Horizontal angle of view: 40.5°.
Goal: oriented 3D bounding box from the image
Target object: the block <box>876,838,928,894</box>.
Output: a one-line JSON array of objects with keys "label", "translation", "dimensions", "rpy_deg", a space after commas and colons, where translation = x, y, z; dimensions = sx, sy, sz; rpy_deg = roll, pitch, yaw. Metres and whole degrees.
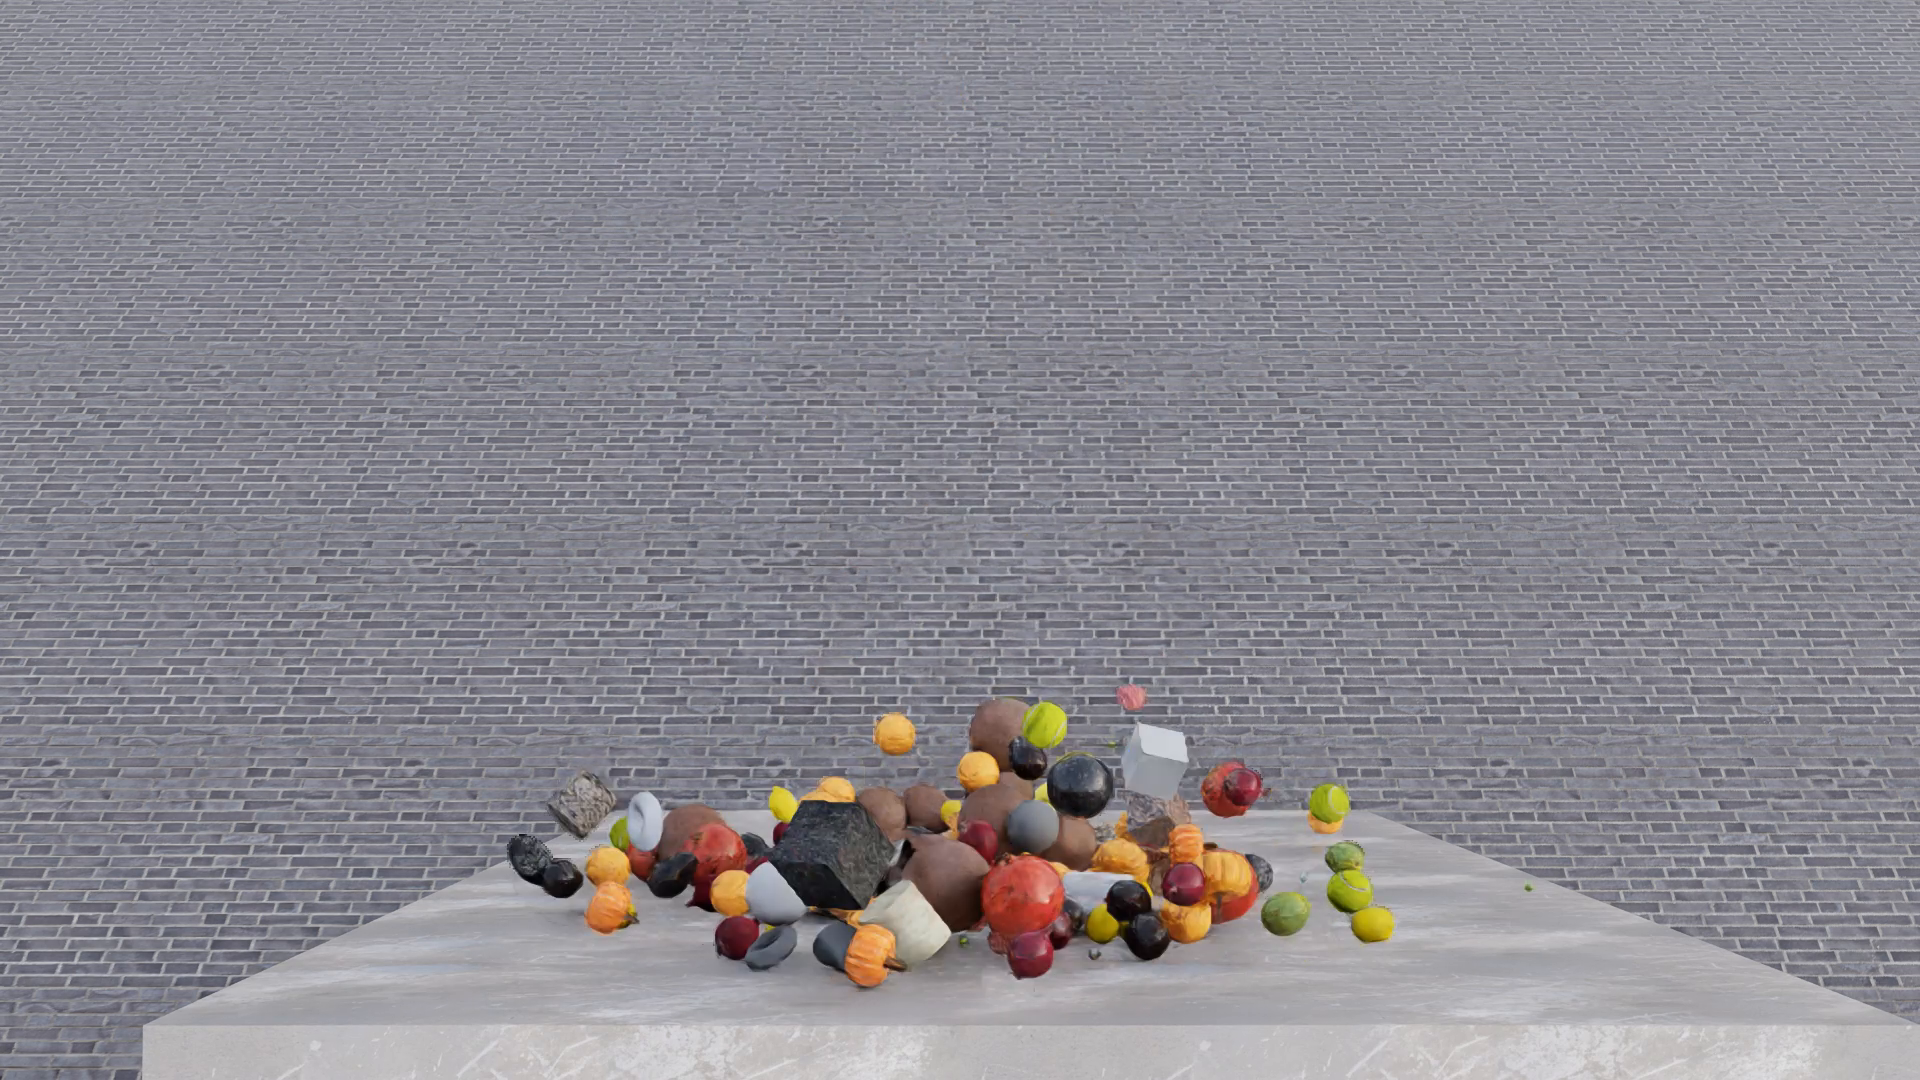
[{"label": "block", "translation": [-0.090, 0.469, 3.687], "dimensions": [0.056, 0.056, 0.056], "rpy_deg": [-24, 25, 27]}]

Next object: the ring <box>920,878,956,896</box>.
[{"label": "ring", "translation": [-0.047, 0.603, 4.522], "dimensions": [0.079, 0.026, 0.079], "rpy_deg": [1, -2, 0]}]

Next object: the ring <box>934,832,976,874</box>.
[{"label": "ring", "translation": [-0.009, 0.589, 4.888], "dimensions": [0.094, 0.031, 0.094], "rpy_deg": [40, 18, -15]}]

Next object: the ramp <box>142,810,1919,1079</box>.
[{"label": "ramp", "translation": [0.081, 0.683, 4.921], "dimensions": [2.000, 0.100, 4.000], "rpy_deg": [0, -3, 0]}]

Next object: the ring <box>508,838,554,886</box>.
[{"label": "ring", "translation": [-0.694, 0.520, 4.213], "dimensions": [0.030, 0.089, 0.089], "rpy_deg": [-41, 34, 18]}]

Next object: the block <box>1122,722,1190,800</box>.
[{"label": "block", "translation": [0.357, 0.406, 4.765], "dimensions": [0.090, 0.090, 0.090], "rpy_deg": [14, 31, -12]}]

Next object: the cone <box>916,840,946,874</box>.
[{"label": "cone", "translation": [-0.048, 0.618, 4.936], "dimensions": [0.069, 0.069, 0.069], "rpy_deg": [-30, 46, -34]}]

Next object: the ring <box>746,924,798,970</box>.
[{"label": "ring", "translation": [-0.249, 0.538, 3.433], "dimensions": [0.078, 0.026, 0.078], "rpy_deg": [-31, 15, 9]}]

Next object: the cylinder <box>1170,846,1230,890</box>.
[{"label": "cylinder", "translation": [0.424, 0.580, 4.593], "dimensions": [0.076, 0.076, 0.076], "rpy_deg": [-4, 26, 45]}]

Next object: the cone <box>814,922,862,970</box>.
[{"label": "cone", "translation": [-0.153, 0.550, 3.427], "dimensions": [0.067, 0.067, 0.067], "rpy_deg": [-10, 23, -13]}]

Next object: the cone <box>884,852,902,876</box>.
[{"label": "cone", "translation": [-0.138, 0.620, 4.900], "dimensions": [0.057, 0.057, 0.057], "rpy_deg": [3, 24, 3]}]

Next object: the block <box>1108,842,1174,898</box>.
[{"label": "block", "translation": [0.293, 0.537, 4.238], "dimensions": [0.071, 0.071, 0.071], "rpy_deg": [13, -3, -35]}]

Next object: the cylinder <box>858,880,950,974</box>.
[{"label": "cylinder", "translation": [-0.072, 0.506, 3.409], "dimensions": [0.086, 0.086, 0.086], "rpy_deg": [52, 46, -7]}]

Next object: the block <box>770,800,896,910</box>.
[{"label": "block", "translation": [-0.161, 0.400, 3.307], "dimensions": [0.097, 0.097, 0.097], "rpy_deg": [-2, 45, 38]}]

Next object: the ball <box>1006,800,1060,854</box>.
[{"label": "ball", "translation": [0.117, 0.458, 4.161], "dimensions": [0.086, 0.086, 0.086], "rpy_deg": [0, 37, 0]}]

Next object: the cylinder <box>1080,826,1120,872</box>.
[{"label": "cylinder", "translation": [0.269, 0.584, 4.890], "dimensions": [0.070, 0.070, 0.070], "rpy_deg": [-13, 61, -16]}]

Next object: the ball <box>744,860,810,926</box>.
[{"label": "ball", "translation": [-0.243, 0.473, 3.483], "dimensions": [0.090, 0.090, 0.090], "rpy_deg": [0, 37, 0]}]

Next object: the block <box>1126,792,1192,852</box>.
[{"label": "block", "translation": [0.406, 0.569, 5.313], "dimensions": [0.094, 0.094, 0.094], "rpy_deg": [-28, 36, 24]}]

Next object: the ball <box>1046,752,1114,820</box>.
[{"label": "ball", "translation": [0.177, 0.365, 3.856], "dimensions": [0.099, 0.099, 0.099], "rpy_deg": [0, 37, 0]}]

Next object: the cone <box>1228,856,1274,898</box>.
[{"label": "cone", "translation": [0.498, 0.596, 4.471], "dimensions": [0.079, 0.079, 0.079], "rpy_deg": [6, 24, 8]}]

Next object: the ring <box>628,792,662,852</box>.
[{"label": "ring", "translation": [-0.491, 0.439, 4.053], "dimensions": [0.031, 0.094, 0.094], "rpy_deg": [2, 32, -30]}]

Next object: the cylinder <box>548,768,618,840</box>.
[{"label": "cylinder", "translation": [-0.712, 0.498, 4.910], "dimensions": [0.094, 0.094, 0.094], "rpy_deg": [29, 66, 33]}]

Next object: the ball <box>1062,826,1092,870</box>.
[{"label": "ball", "translation": [0.239, 0.597, 5.042], "dimensions": [0.084, 0.084, 0.084], "rpy_deg": [0, 37, 0]}]

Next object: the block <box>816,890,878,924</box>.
[{"label": "block", "translation": [-0.173, 0.554, 4.019], "dimensions": [0.060, 0.060, 0.060], "rpy_deg": [22, 7, 37]}]

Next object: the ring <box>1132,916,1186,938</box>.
[{"label": "ring", "translation": [0.295, 0.574, 3.865], "dimensions": [0.080, 0.027, 0.080], "rpy_deg": [-1, -3, 0]}]

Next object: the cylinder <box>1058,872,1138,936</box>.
[{"label": "cylinder", "translation": [0.205, 0.538, 3.851], "dimensions": [0.090, 0.090, 0.090], "rpy_deg": [-1, 34, 26]}]
